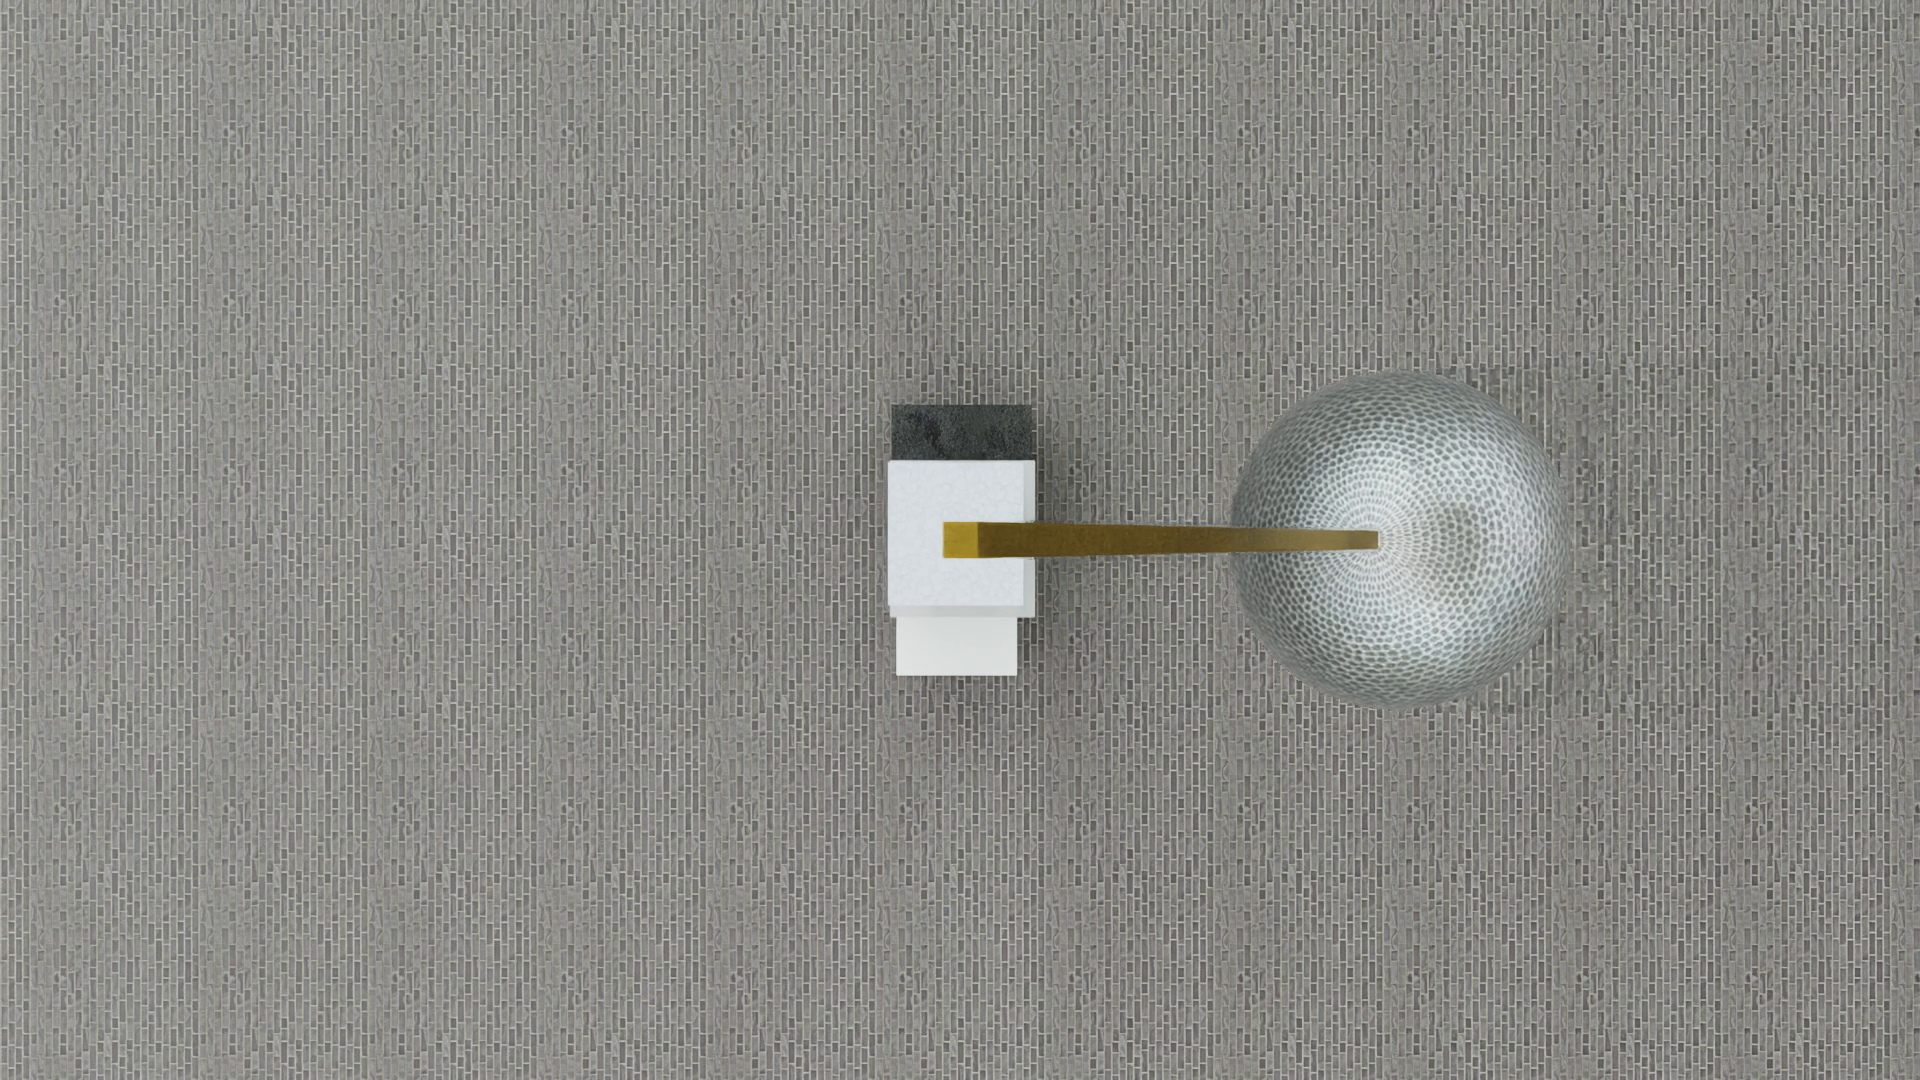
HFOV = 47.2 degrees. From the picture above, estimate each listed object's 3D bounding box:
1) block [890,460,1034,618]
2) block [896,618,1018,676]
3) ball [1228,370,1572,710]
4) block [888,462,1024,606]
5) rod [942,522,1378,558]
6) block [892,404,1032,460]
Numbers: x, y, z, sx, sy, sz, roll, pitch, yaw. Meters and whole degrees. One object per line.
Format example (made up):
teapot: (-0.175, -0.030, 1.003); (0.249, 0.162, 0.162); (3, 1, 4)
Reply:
block: (0.013, -0.003, 11.914); (0.759, 0.767, 0.822); (0, 89, 0)
block: (-0.017, 0.409, 12.649); (0.673, 0.703, 0.696); (0, 90, 0)
ball: (2.074, 0.000, 10.431); (1.600, 1.600, 1.600); (0, 90, 0)
block: (-0.018, -0.023, 9.629); (0.575, 0.589, 0.608); (0, 89, 0)
rod: (0.899, 0.000, 7.240); (0.080, 5.200, 0.080); (0, 90, 20)
block: (0.009, -0.353, 12.652); (0.787, 0.695, 0.808); (0, 90, 0)
